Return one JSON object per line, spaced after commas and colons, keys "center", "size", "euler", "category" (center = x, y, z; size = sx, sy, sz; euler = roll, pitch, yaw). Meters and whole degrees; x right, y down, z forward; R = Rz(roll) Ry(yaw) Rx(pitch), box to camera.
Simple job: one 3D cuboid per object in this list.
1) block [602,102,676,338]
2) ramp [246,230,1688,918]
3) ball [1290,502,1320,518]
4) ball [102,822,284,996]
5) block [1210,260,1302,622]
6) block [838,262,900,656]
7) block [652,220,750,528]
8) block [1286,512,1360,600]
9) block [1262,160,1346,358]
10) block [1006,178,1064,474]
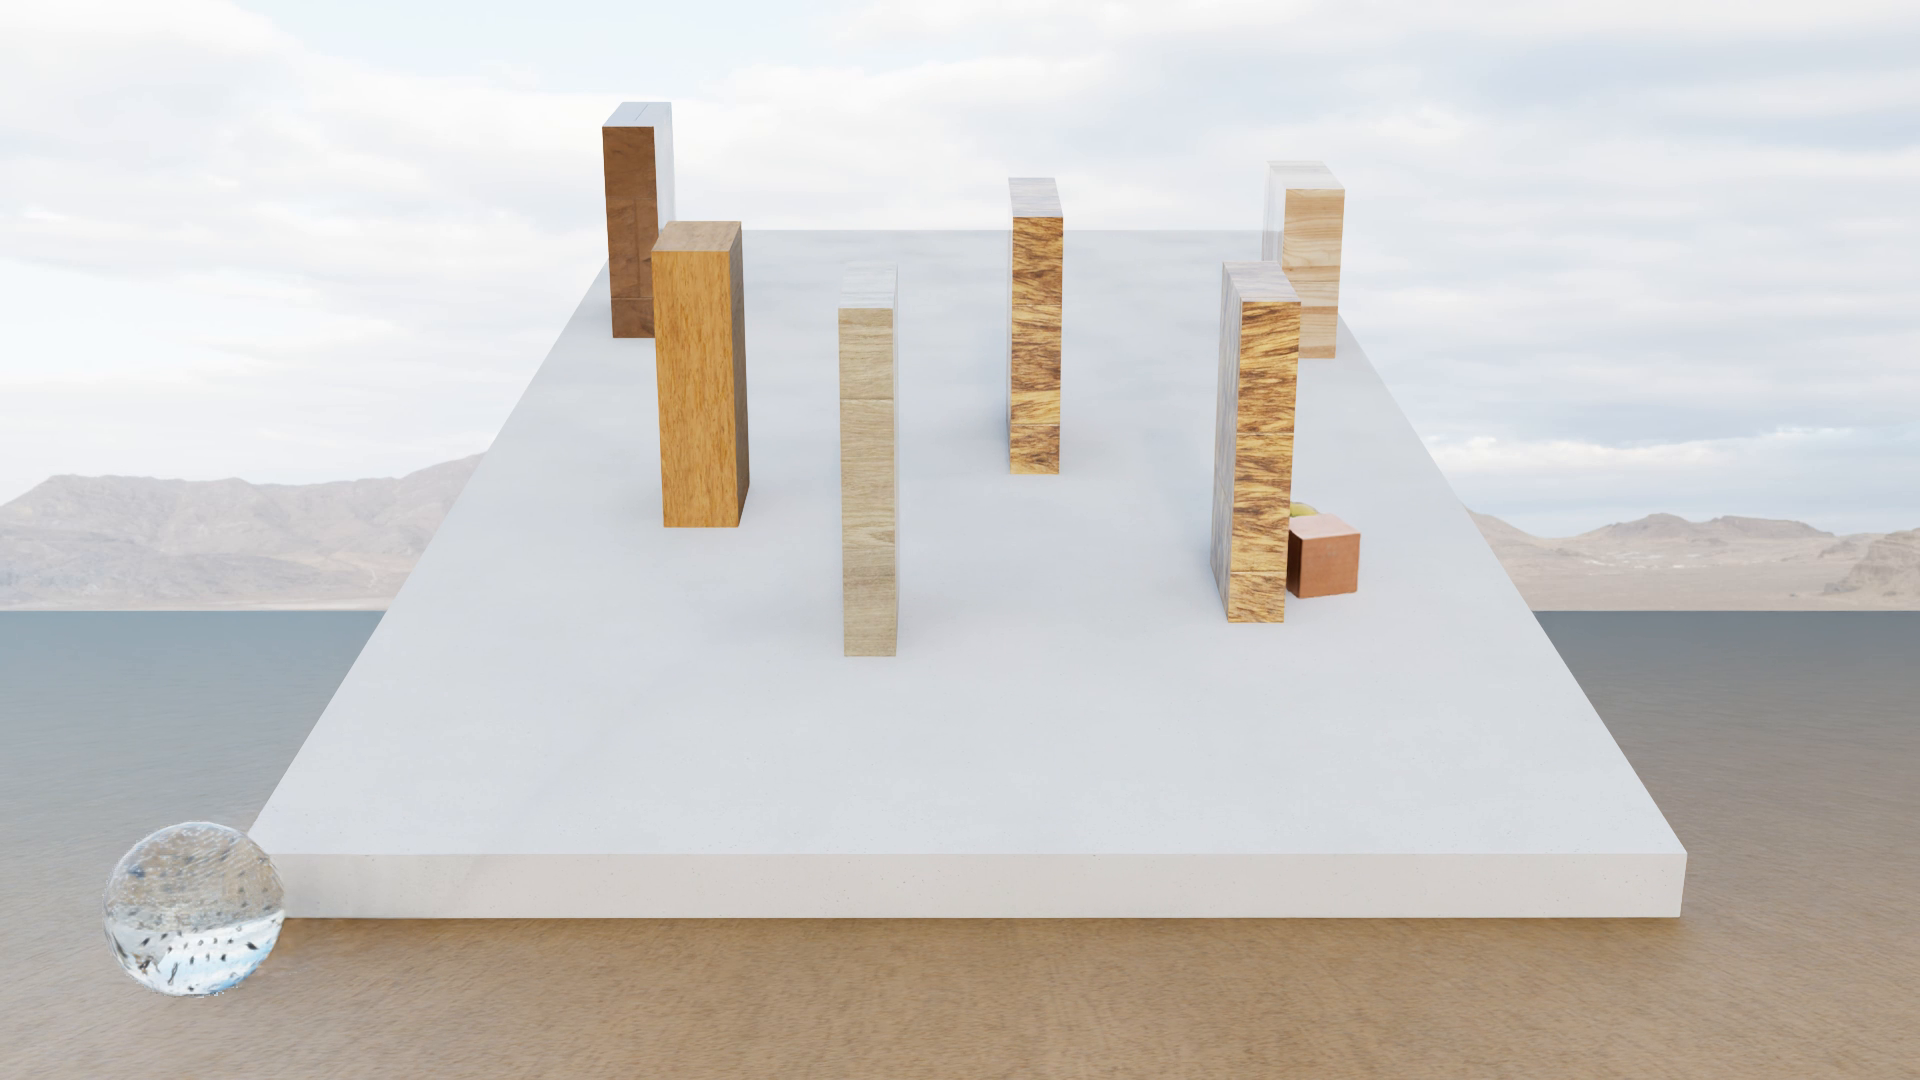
{"center": [-0.807, -0.819, 5.768], "size": [0.127, 0.530, 0.373], "euler": [0, 20, 0], "category": "block"}
{"center": [-0.005, -0.208, 5.017], "size": [2.000, 0.100, 4.000], "euler": [0, 20, 0], "category": "ramp"}
{"center": [0.616, -0.012, 4.170], "size": [0.116, 0.116, 0.116], "euler": [0, -2, 0], "category": "ball"}
{"center": [-0.855, 0.412, 2.533], "size": [0.193, 0.193, 0.193], "euler": [0, -2, 0], "category": "ball"}
{"center": [0.511, -0.174, 3.954], "size": [0.096, 0.569, 0.292], "euler": [0, 20, 0], "category": "block"}
{"center": [-0.150, -0.141, 3.823], "size": [0.086, 0.595, 0.325], "euler": [0, 20, 0], "category": "block"}
{"center": [-0.499, -0.324, 4.398], "size": [0.144, 0.541, 0.264], "euler": [0, 20, 0], "category": "block"}
{"center": [0.638, 0.028, 4.064], "size": [0.113, 0.113, 0.113], "euler": [-6, 21, -17], "category": "block"}
{"center": [0.841, -0.699, 5.613], "size": [0.141, 0.416, 0.363], "euler": [0, 20, 0], "category": "block"}
{"center": [0.154, -0.457, 4.773], "size": [0.101, 0.537, 0.408], "euler": [0, 20, 0], "category": "block"}
